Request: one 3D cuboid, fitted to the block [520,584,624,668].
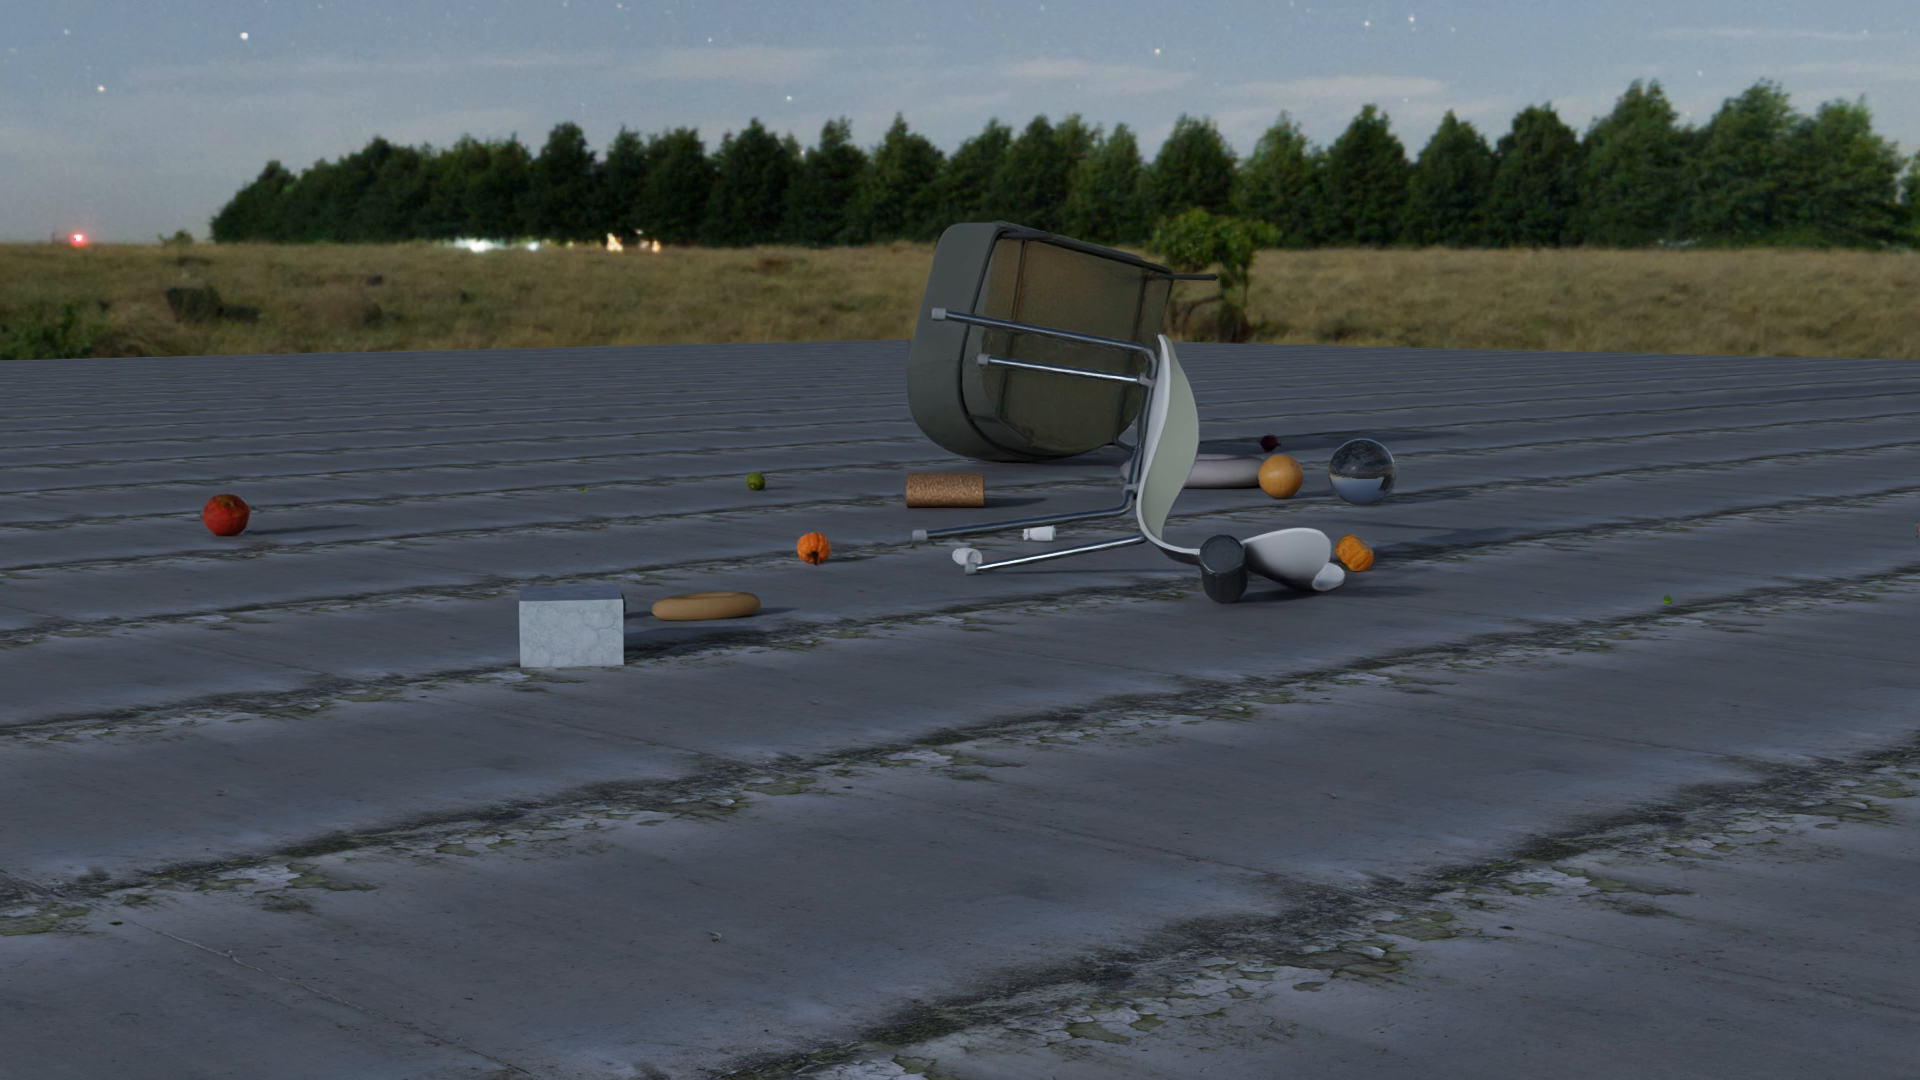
[{"bbox_3d":[-0.674,0.147,4.438,0.173,0.112,0.213,-1,6,-10],"label":"block"}]

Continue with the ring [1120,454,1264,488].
[{"bbox_3d":[0.744,-0.217,8.081,0.490,0.092,0.354,2,7,23],"label":"ring"}]

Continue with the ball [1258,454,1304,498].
[{"bbox_3d":[0.948,-0.188,7.587,0.133,0.133,0.133,0,6,0],"label":"ball"}]

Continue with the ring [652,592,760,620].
[{"bbox_3d":[-0.489,0.128,4.952,0.221,0.045,0.089,-4,8,-25],"label":"ring"}]

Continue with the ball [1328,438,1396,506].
[{"bbox_3d":[1.154,-0.195,7.363,0.193,0.193,0.193,0,6,0],"label":"ball"}]

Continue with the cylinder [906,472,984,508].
[{"bbox_3d":[-0.040,-0.144,7.343,0.217,0.094,0.235,0,10,1],"label":"cylinder"}]
